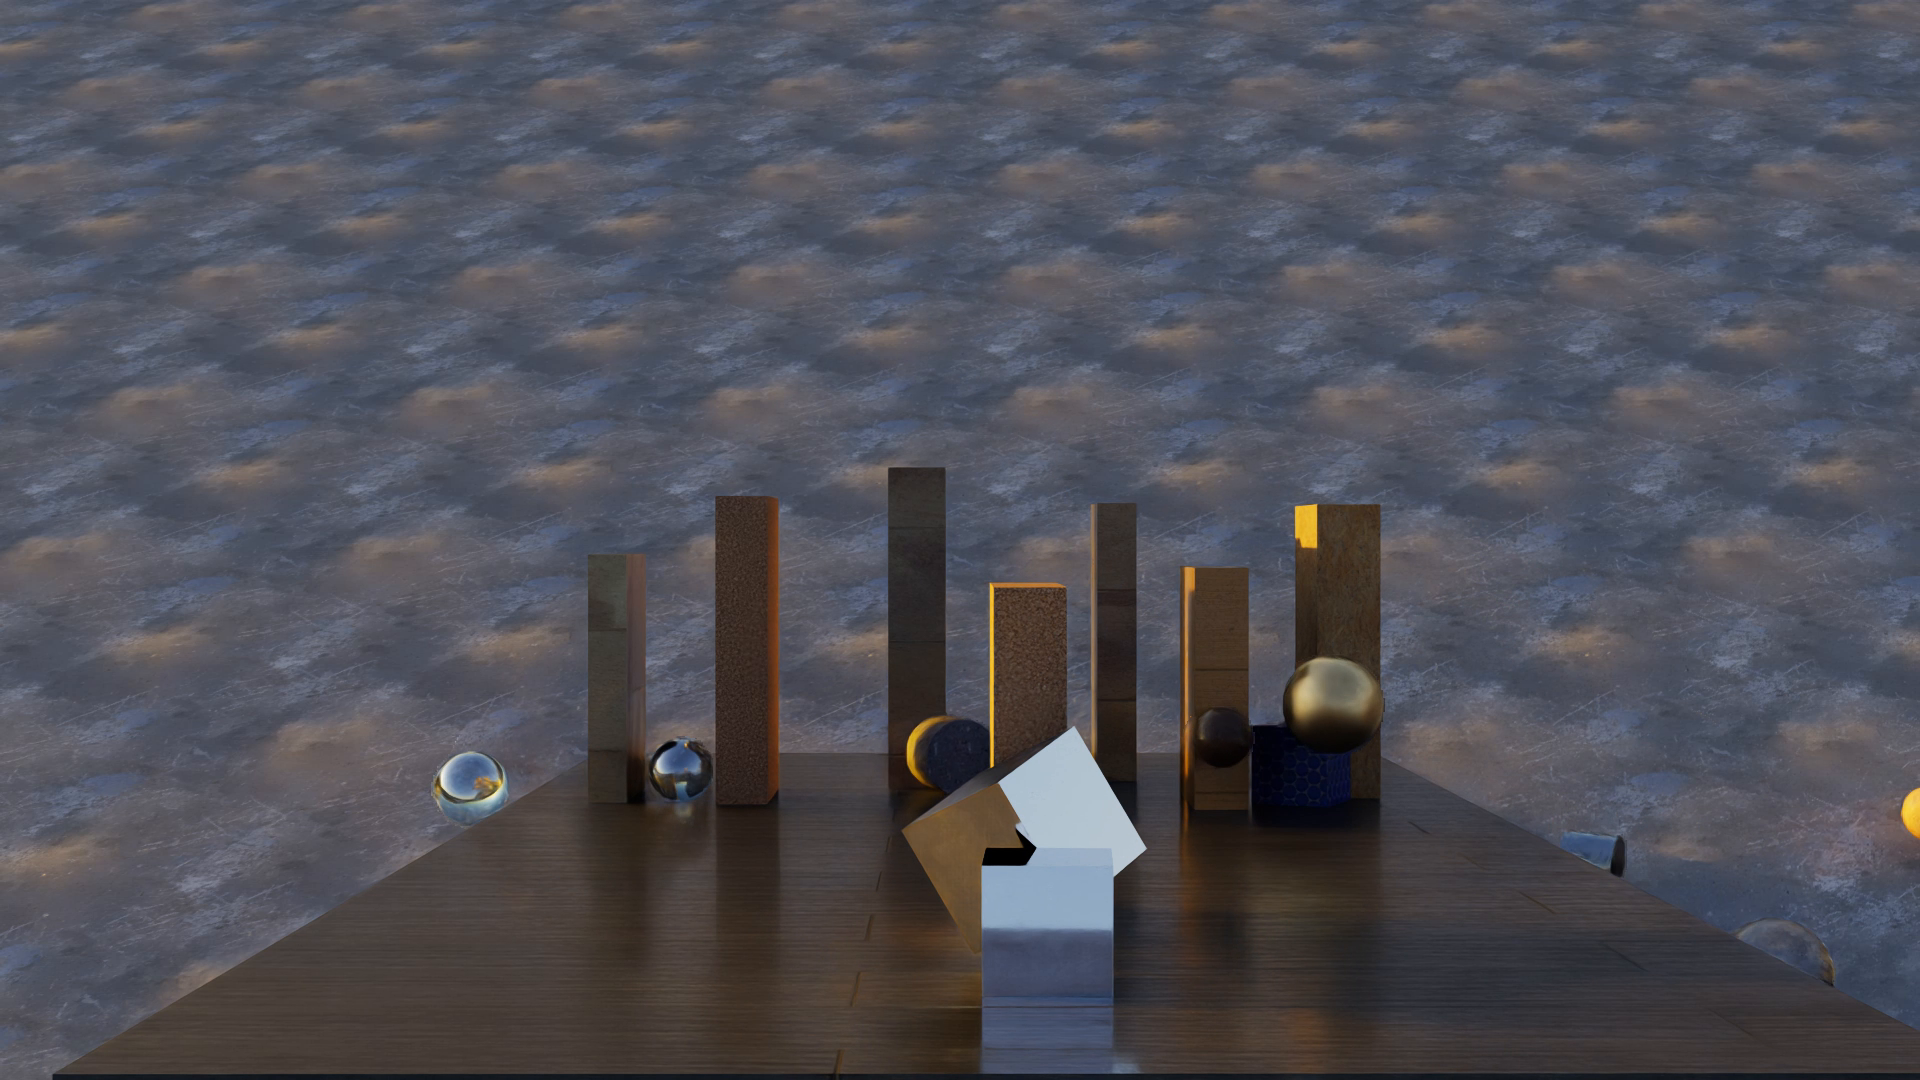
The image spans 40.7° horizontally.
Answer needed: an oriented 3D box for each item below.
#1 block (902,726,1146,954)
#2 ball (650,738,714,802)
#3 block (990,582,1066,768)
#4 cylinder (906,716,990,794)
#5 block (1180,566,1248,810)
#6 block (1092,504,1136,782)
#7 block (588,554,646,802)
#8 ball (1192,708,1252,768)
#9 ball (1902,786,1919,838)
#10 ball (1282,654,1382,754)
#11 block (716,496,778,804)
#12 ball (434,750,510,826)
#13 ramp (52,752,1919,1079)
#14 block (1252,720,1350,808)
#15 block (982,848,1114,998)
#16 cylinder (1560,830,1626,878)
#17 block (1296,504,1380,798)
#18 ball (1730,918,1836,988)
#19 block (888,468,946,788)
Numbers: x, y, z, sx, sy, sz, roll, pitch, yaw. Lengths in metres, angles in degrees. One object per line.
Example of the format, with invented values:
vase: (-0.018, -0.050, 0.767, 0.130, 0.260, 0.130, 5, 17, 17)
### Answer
block: (0.084, 0.392, 3.386, 0.187, 0.187, 0.187, -31, 0, 39)
ball: (-0.582, 0.481, 5.406, 0.135, 0.135, 0.135, 0, 30, 0)
block: (0.095, 0.306, 3.706, 0.100, 0.483, 0.377, 0, 0, 0)
cylinder: (-0.017, 0.467, 5.614, 0.163, 0.163, 0.163, -10, 3, -16)
block: (0.532, 0.302, 5.434, 0.110, 0.491, 0.351, 0, 0, 0)
block: (0.356, 0.232, 6.006, 0.089, 0.631, 0.266, 0, 0, 0)
block: (-0.736, 0.289, 5.561, 0.080, 0.518, 0.329, 0, 0, 0)
ball: (0.527, 0.397, 5.198, 0.120, 0.120, 0.120, 0, 30, 0)
ball: (2.425, 0.682, 6.453, 0.143, 0.143, 0.143, 0, 30, 0)
ball: (0.750, 0.332, 5.219, 0.200, 0.200, 0.200, 0, 30, 0)
block: (-0.454, 0.228, 5.537, 0.107, 0.639, 0.342, 0, 0, 0)
ball: (-1.230, 0.624, 6.511, 0.187, 0.187, 0.187, 0, 30, 0)
ramp: (0.067, 0.598, 4.656, 2.000, 0.100, 4.000, 0, 0, 0)
block: (0.714, 0.467, 5.411, 0.162, 0.162, 0.162, 0, 0, 26)
block: (0.108, 0.467, 3.176, 0.158, 0.158, 0.158, 0, 1, 2)
cylinder: (1.414, 0.714, 5.792, 0.118, 0.118, 0.118, 4, 28, 29)
block: (0.824, 0.236, 5.657, 0.134, 0.623, 0.353, 0, 0, 0)
ball: (1.460, 0.780, 4.635, 0.205, 0.205, 0.205, 0, 30, 0)
block: (-0.095, 0.194, 5.905, 0.125, 0.708, 0.418, 0, 0, 0)
